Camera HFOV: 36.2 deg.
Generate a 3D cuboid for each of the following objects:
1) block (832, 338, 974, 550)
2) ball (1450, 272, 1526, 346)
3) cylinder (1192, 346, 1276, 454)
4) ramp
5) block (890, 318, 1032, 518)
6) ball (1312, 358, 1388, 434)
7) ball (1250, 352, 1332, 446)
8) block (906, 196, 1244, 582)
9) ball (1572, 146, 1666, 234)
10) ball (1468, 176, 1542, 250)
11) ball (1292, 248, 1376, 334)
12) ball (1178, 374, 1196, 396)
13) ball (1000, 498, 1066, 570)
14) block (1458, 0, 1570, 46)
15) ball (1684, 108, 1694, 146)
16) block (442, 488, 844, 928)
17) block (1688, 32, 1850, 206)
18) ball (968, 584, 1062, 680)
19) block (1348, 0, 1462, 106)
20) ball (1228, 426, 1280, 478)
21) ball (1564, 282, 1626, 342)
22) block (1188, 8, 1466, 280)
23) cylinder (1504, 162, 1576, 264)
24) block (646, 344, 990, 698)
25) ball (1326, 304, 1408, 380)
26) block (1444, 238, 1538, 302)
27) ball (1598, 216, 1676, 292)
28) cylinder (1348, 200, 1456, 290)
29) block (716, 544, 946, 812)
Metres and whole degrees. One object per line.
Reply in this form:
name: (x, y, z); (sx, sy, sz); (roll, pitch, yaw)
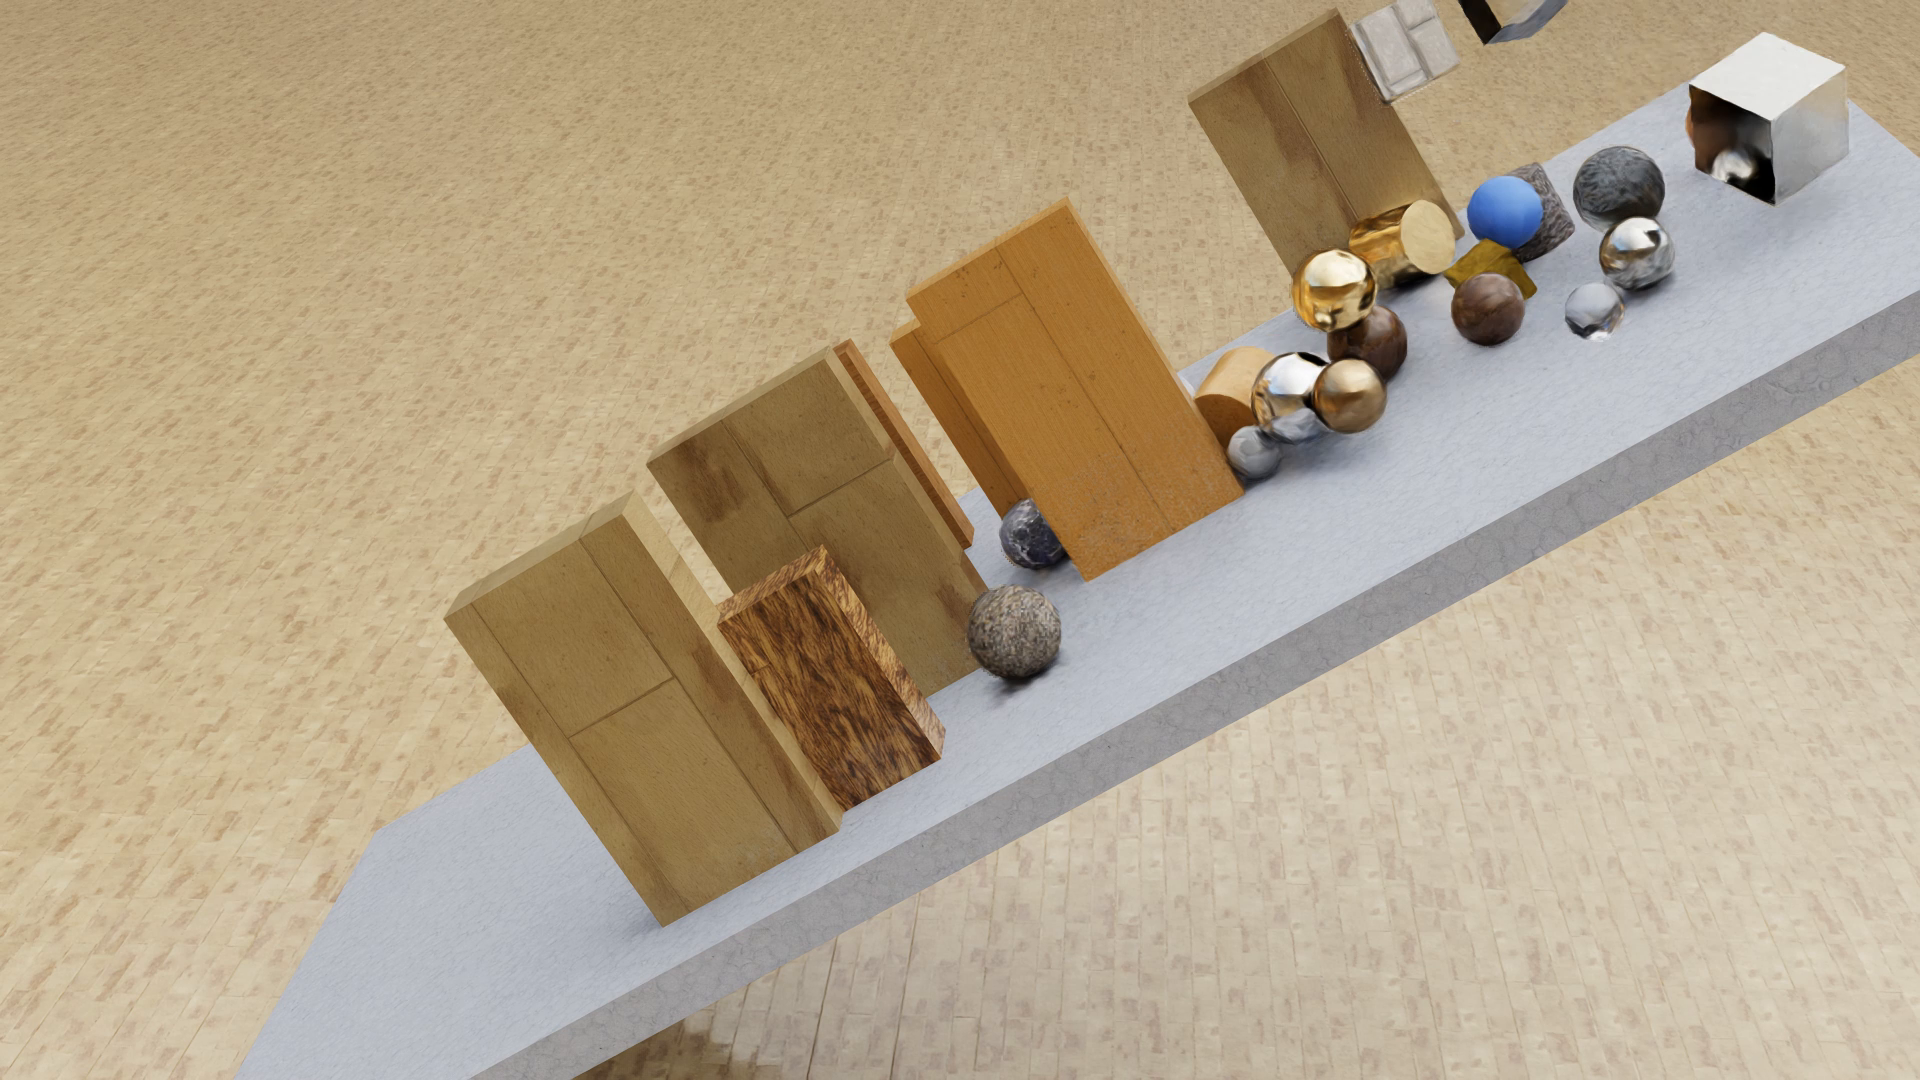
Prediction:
block: (-0.223, -0.164, 6.841); (0.261, 0.545, 0.118); (-30, 15, 13)
ball: (1.061, -0.464, 5.913); (0.147, 0.147, 0.147); (0, 20, 0)
cylinder: (0.589, -0.276, 6.186); (0.191, 0.191, 0.191); (9, 38, 24)
ramp: (0.141, 0.169, 6.290); (4.000, 0.100, 2.000); (-30, 15, 13)
block: (0.146, -0.281, 6.373); (0.335, 0.581, 0.105); (-30, 15, 13)
ball: (0.767, -0.284, 5.797); (0.150, 0.150, 0.150); (0, 20, 0)
ball: (0.684, -0.287, 5.963); (0.190, 0.190, 0.190); (0, 20, 0)
block: (0.239, -0.301, 6.002); (0.378, 0.705, 0.081); (-30, 15, 13)
ball: (1.353, -0.716, 6.039); (0.185, 0.185, 0.185); (0, 20, 0)
ball: (1.140, -0.684, 6.154); (0.155, 0.155, 0.155); (0, 20, 0)
ball: (0.763, -0.507, 5.994); (0.173, 0.173, 0.173); (0, 20, 0)
ball: (0.424, -0.278, 6.287); (0.174, 0.174, 0.174); (0, 20, 0)
ball: (0.162, -0.013, 6.330); (0.154, 0.154, 0.154); (0, 20, 0)
block: (1.131, -1.127, 6.021); (0.151, 0.151, 0.151); (-16, -18, -38)
ball: (1.582, -0.866, 6.120); (0.144, 0.144, 0.144); (0, 20, 0)
block: (-0.597, 0.328, 5.647); (0.410, 0.747, 0.147); (-30, 15, 13)
block: (1.519, -0.790, 5.518); (0.200, 0.200, 0.200); (-35, 44, -18)
ball: (0.107, 0.180, 5.764); (0.185, 0.185, 0.185); (0, 20, 0)
block: (0.925, -1.026, 6.126); (0.172, 0.172, 0.172); (-27, 1, 8)
ball: (0.603, -0.181, 6.035); (0.109, 0.109, 0.109); (0, 20, 0)
ball: (1.205, -0.434, 5.585); (0.113, 0.113, 0.113); (0, 20, 0)
block: (0.843, -0.862, 6.761); (0.392, 0.592, 0.101); (-30, 15, 13)
cylinder: (1.218, -0.703, 6.331); (0.156, 0.156, 0.156); (-31, 15, 9)
block: (-0.258, 0.018, 5.993); (0.429, 0.716, 0.102); (-30, 15, 13)
ball: (0.849, -0.410, 6.136); (0.169, 0.169, 0.169); (0, 20, 0)
block: (1.095, -0.533, 6.069); (0.115, 0.115, 0.115); (-40, 23, -1)
ball: (1.309, -0.553, 5.688); (0.145, 0.145, 0.145); (0, 20, 0)
cylinder: (0.997, -0.664, 6.637); (0.169, 0.169, 0.169); (-15, 1, -36)
block: (-0.282, 0.289, 5.700); (0.309, 0.451, 0.141); (-30, 15, 13)
